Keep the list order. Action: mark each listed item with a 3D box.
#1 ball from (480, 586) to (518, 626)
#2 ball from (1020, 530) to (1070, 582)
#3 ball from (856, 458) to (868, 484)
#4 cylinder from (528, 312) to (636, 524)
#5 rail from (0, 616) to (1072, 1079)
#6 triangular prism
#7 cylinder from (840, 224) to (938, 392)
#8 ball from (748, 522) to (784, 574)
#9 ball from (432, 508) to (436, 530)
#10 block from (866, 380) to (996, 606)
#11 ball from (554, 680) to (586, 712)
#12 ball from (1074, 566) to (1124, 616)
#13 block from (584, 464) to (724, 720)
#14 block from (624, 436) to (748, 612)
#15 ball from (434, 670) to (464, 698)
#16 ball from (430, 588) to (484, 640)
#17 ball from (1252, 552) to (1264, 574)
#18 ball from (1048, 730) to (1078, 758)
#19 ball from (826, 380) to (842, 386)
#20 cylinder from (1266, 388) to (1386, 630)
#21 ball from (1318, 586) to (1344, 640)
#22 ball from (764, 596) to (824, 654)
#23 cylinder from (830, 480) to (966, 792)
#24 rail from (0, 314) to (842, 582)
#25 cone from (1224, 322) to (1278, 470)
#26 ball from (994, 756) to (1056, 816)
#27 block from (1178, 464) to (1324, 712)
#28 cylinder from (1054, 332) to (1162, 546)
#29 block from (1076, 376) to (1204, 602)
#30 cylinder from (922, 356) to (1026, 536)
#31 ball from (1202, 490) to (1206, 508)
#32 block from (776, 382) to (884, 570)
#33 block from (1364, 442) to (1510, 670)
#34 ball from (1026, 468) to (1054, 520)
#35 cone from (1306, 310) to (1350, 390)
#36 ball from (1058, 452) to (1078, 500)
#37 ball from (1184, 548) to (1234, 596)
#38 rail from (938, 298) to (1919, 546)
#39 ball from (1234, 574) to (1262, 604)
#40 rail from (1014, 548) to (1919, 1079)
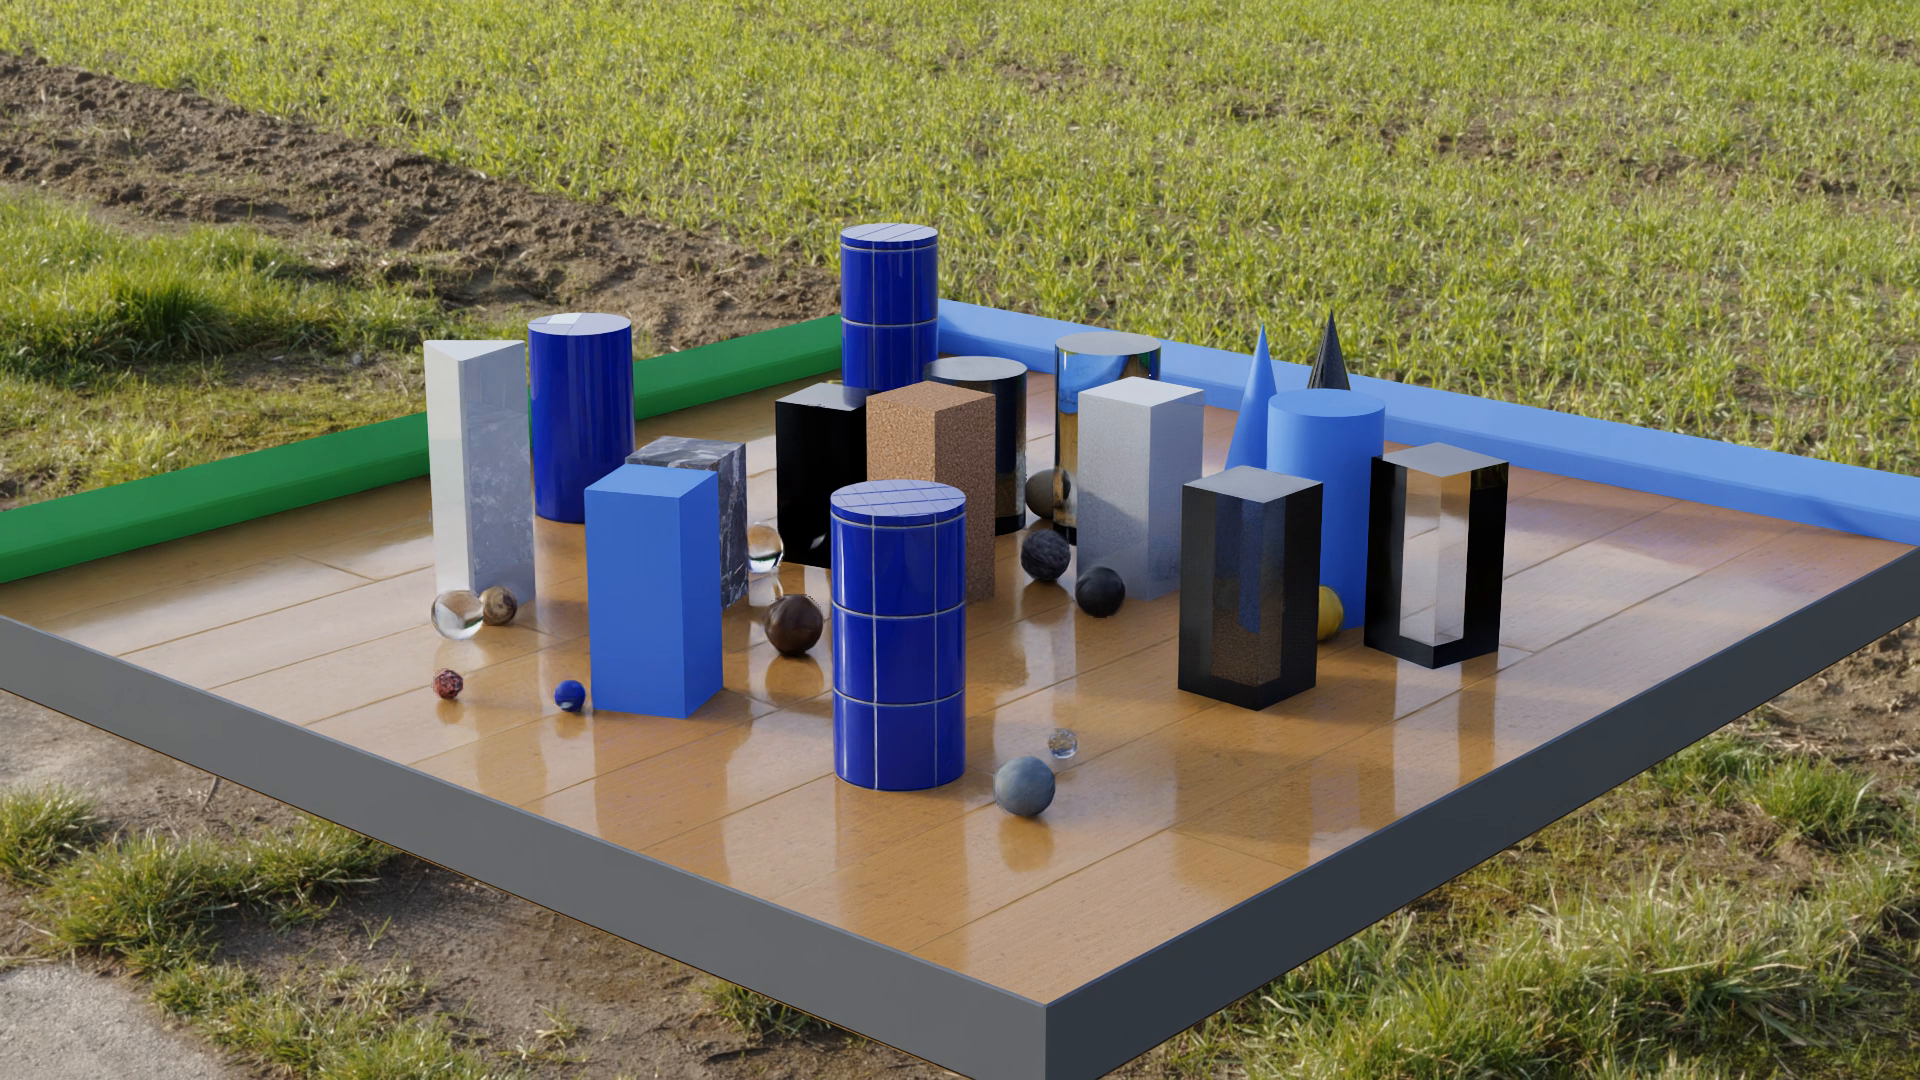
[{"bbox_3d":[-0.783,0.111,4.966,0.067,0.067,0.067,0,17,0],"label":"ball"},{"bbox_3d":[0.151,0.028,5.201,0.089,0.089,0.089,0,17,0],"label":"ball"},{"bbox_3d":[-0.155,-0.122,5.692,0.093,0.093,0.093,0,17,0],"label":"ball"},{"bbox_3d":[-0.719,-0.233,5.590,0.195,0.365,0.195,0,17,0],"label":"cylinder"},{"bbox_3d":[-0.887,0.327,4.142,2.646,0.127,0.045,14,22,39],"label":"rail"},{"bbox_3d":[-0.846,-0.109,5.017,0.146,0.458,0.169,10,19,29],"label":"triangular prism"},{"bbox_3d":[-0.141,-0.389,5.921,0.195,0.471,0.195,0,17,0],"label":"cylinder"},{"bbox_3d":[-0.360,0.015,5.244,0.090,0.090,0.090,0,17,0],"label":"ball"},{"bbox_3d":[-0.935,-0.043,5.438,0.089,0.089,0.089,0,17,0],"label":"ball"},{"bbox_3d":[-0.049,-0.073,5.061,0.156,0.363,0.156,14,22,39],"label":"block"},{"bbox_3d":[-0.607,0.242,4.561,0.050,0.050,0.050,0,17,0],"label":"ball"},{"bbox_3d":[0.239,0.088,5.010,0.085,0.085,0.085,0,17,0],"label":"ball"},{"bbox_3d":[-0.475,0.078,4.573,0.156,0.356,0.156,5,18,17],"label":"block"},{"bbox_3d":[-0.470,-0.024,5.061,0.156,0.270,0.156,6,18,18],"label":"block"},{"bbox_3d":[-0.805,0.227,4.616,0.045,0.045,0.045,0,17,0],"label":"ball"},{"bbox_3d":[-0.838,0.124,4.886,0.087,0.087,0.087,0,17,0],"label":"ball"},{"bbox_3d":[0.544,0.042,5.236,0.042,0.042,0.042,0,17,0],"label":"ball"},{"bbox_3d":[0.153,0.304,4.365,0.044,0.044,0.044,0,17,0],"label":"ball"},{"bbox_3d":[-0.271,-0.319,6.396,0.064,0.064,0.064,0,17,0],"label":"ball"},{"bbox_3d":[0.616,-0.053,4.982,0.195,0.372,0.195,0,17,0],"label":"cylinder"},{"bbox_3d":[0.591,0.121,4.885,0.094,0.094,0.094,0,17,0],"label":"ball"},{"bbox_3d":[-0.273,0.139,4.821,0.096,0.096,0.096,0,17,0],"label":"ball"},{"bbox_3d":[-0.089,0.138,4.272,0.195,0.415,0.195,0,17,0],"label":"cylinder"},{"bbox_3d":[-0.981,-0.214,5.936,0.045,0.127,2.754,14,22,39],"label":"rail"},{"bbox_3d":[0.540,-0.180,5.291,0.195,0.436,0.195,0,17,0],"label":"cone"},{"bbox_3d":[0.092,0.348,4.146,0.086,0.086,0.086,0,17,0],"label":"ball"},{"bbox_3d":[0.457,0.073,4.621,0.156,0.337,0.156,15,22,40],"label":"block"},{"bbox_3d":[0.272,-0.186,5.434,0.195,0.365,0.195,0,17,0],"label":"cylinder"},{"bbox_3d":[0.315,-0.092,5.148,0.156,0.349,0.156,14,22,38],"label":"block"},{"bbox_3d":[0.027,-0.177,5.515,0.195,0.301,0.195,0,17,0],"label":"cylinder"},{"bbox_3d":[0.448,-0.079,5.626,0.049,0.049,0.049,0,17,0],"label":"ball"},{"bbox_3d":[-0.224,-0.115,5.312,0.156,0.299,0.156,9,19,27],"label":"block"},{"bbox_3d":[0.780,0.024,4.810,0.156,0.324,0.156,-13,21,-36],"label":"block"},{"bbox_3d":[0.170,-0.089,5.573,0.098,0.098,0.098,0,17,0],"label":"ball"},{"bbox_3d":[0.720,-0.276,5.737,0.195,0.362,0.195,0,17,0],"label":"cone"},{"bbox_3d":[0.231,-0.124,5.700,0.091,0.091,0.091,0,17,0],"label":"ball"},{"bbox_3d":[0.435,0.056,5.116,0.085,0.085,0.085,0,17,0],"label":"ball"},{"bbox_3d":[0.887,-0.263,6.099,2.646,0.127,0.045,14,22,39],"label":"rail"},{"bbox_3d":[0.500,0.086,5.075,0.052,0.052,0.052,0,17,0],"label":"ball"},{"bbox_3d":[0.981,0.278,4.305,0.045,0.127,2.754,14,22,39],"label":"rail"}]
